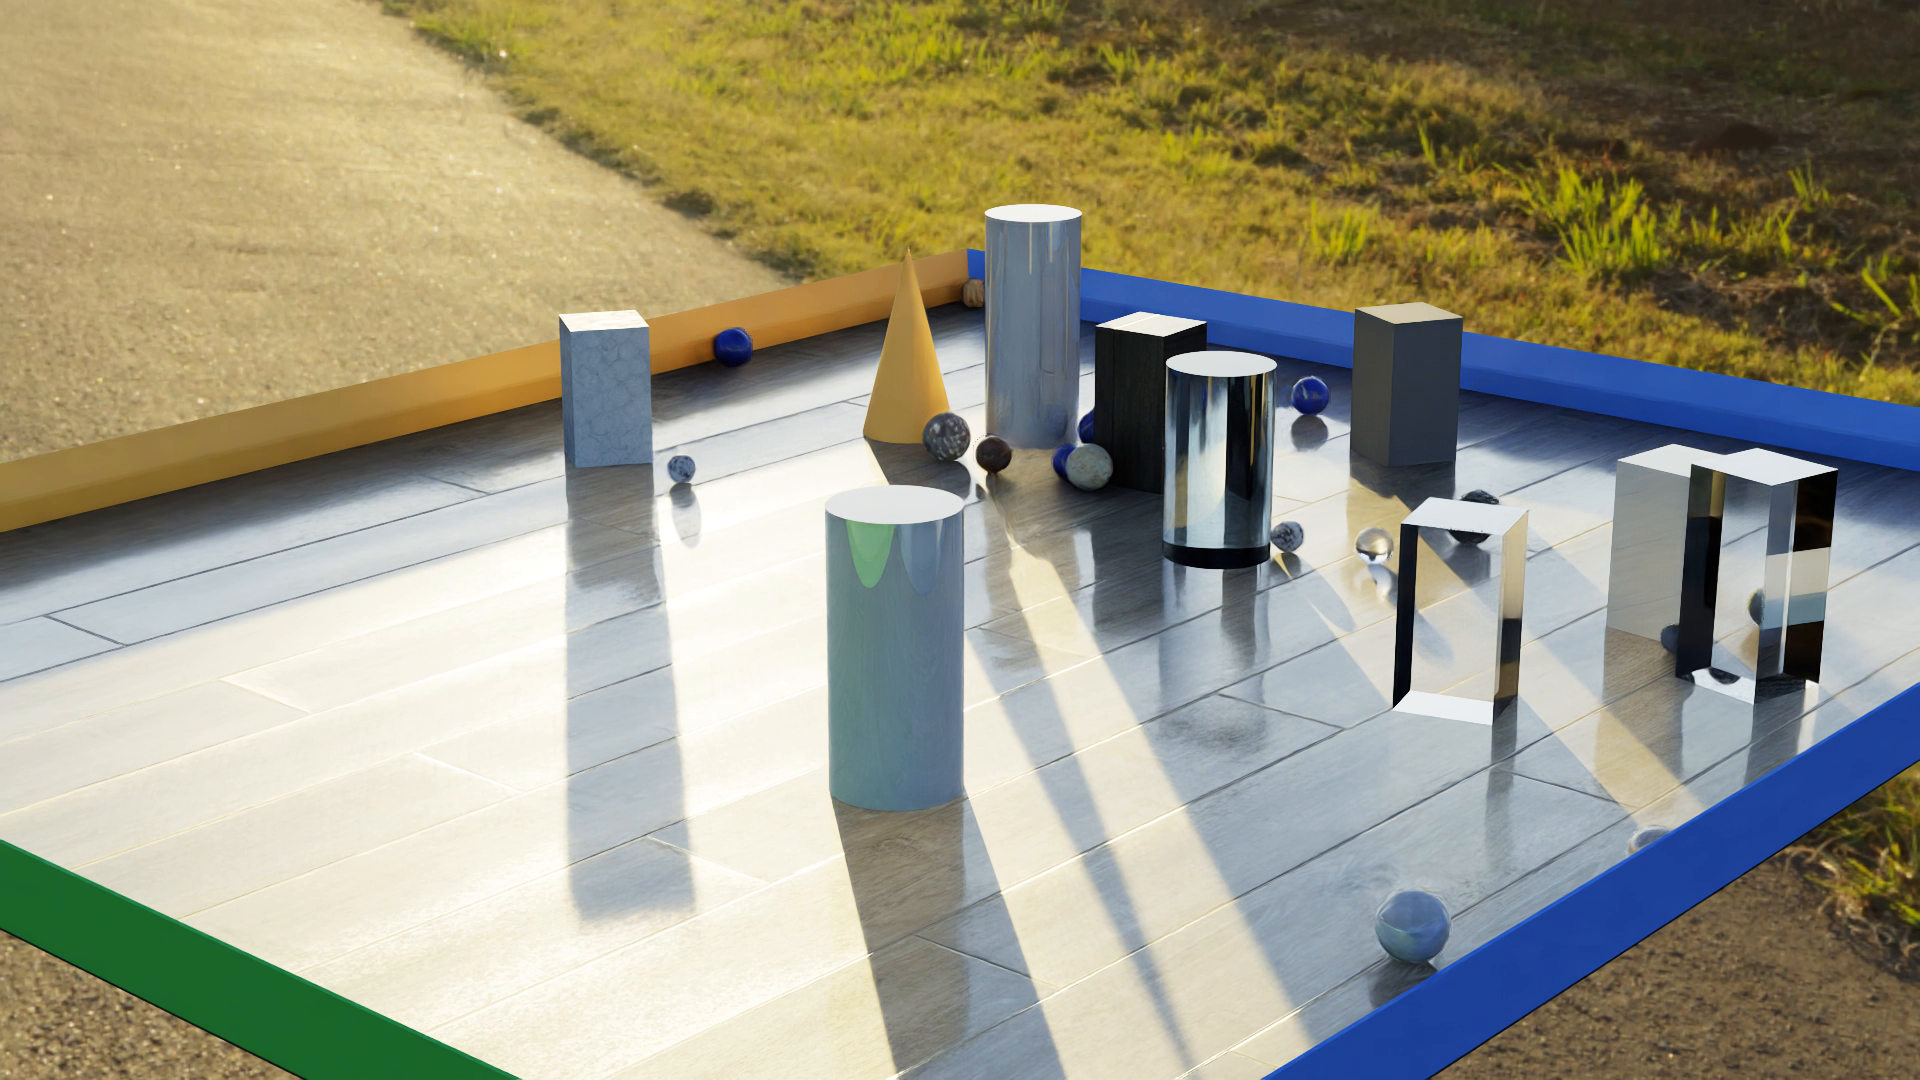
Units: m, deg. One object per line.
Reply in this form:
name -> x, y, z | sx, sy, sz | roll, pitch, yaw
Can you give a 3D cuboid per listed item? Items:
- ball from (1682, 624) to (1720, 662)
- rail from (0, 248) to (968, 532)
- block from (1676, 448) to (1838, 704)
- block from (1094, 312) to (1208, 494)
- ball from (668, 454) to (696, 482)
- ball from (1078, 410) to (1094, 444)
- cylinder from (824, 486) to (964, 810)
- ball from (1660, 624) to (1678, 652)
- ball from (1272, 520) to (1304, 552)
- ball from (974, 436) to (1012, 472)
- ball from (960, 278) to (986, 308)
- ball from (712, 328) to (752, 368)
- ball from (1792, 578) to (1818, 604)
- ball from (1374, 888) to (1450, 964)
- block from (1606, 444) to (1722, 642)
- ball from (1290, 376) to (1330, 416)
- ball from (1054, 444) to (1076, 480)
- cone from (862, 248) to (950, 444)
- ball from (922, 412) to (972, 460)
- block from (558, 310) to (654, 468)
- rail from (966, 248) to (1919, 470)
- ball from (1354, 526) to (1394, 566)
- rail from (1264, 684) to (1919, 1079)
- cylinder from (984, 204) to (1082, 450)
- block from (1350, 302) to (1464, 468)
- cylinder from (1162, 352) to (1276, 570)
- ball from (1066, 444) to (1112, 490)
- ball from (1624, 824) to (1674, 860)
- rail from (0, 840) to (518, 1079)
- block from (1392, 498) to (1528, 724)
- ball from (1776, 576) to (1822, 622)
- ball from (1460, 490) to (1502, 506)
ball -> 1.210, 0.169, 4.790 | 0.060, 0.060, 0.060 | 0, 17, 0
rail -> -1.197, -0.268, 6.115 | 0.045, 0.129, 3.761 | 14, 22, 39
block -> 1.262, 0.055, 4.653 | 0.159, 0.357, 0.159 | -12, 20, -34
block -> 0.376, -0.273, 5.809 | 0.159, 0.318, 0.159 | 12, 20, 34
ball -> -0.553, -0.143, 5.828 | 0.058, 0.058, 0.058 | 0, 17, 0
ball -> 0.288, -0.228, 6.057 | 0.089, 0.089, 0.089 | 0, 17, 0
cylinder -> -0.093, 0.153, 4.207 | 0.198, 0.426, 0.198 | 0, 17, 0
ball -> 1.180, 0.161, 4.837 | 0.047, 0.047, 0.047 | 0, 17, 0
ball -> 0.600, -0.008, 5.375 | 0.060, 0.060, 0.060 | 0, 17, 0
ball -> 0.067, -0.172, 5.898 | 0.074, 0.074, 0.074 | 0, 17, 0
ball -> 0.036, -0.621, 7.387 | 0.075, 0.075, 0.075 | 0, 17, 0
ball -> -0.526, -0.443, 6.768 | 0.091, 0.091, 0.091 | 0, 17, 0
ball -> 1.465, 0.088, 5.082 | 0.046, 0.046, 0.046 | 0, 17, 0
ball -> 0.568, 0.484, 3.683 | 0.095, 0.095, 0.095 | 0, 17, 0
block -> 1.207, 0.008, 4.922 | 0.159, 0.291, 0.159 | -14, 22, -40
ball -> 0.757, -0.311, 6.340 | 0.084, 0.084, 0.084 | 0, 17, 0
ball -> 0.221, -0.155, 5.847 | 0.071, 0.071, 0.071 | 0, 17, 0
cone -> -0.108, -0.423, 6.160 | 0.198, 0.402, 0.198 | 0, 17, 0
ball -> -0.026, -0.212, 5.985 | 0.099, 0.099, 0.099 | 0, 17, 0
block -> -0.724, -0.310, 5.991 | 0.159, 0.283, 0.159 | -5, 17, -15
rail -> 1.217, -0.372, 6.462 | 3.219, 0.129, 0.045 | 14, 22, 39
ball -> 0.749, 0.011, 5.296 | 0.071, 0.071, 0.071 | 0, 17, 0
rail -> 1.197, 0.332, 4.124 | 0.045, 0.129, 3.761 | 14, 22, 39
cylinder -> 0.151, -0.444, 6.098 | 0.198, 0.478, 0.198 | 0, 17, 0
block -> 0.911, -0.319, 5.997 | 0.159, 0.298, 0.159 | -7, 18, -21
cylinder -> 0.470, -0.146, 5.321 | 0.198, 0.357, 0.198 | 0, 17, 0
ball -> 0.254, -0.143, 5.768 | 0.093, 0.093, 0.093 | 0, 17, 0
ball -> 0.929, 0.420, 3.919 | 0.080, 0.080, 0.080 | 0, 17, 0
rail -> -1.217, 0.437, 3.777 | 3.219, 0.129, 0.045 | 14, 22, 39
block -> 0.779, 0.109, 4.566 | 0.159, 0.304, 0.159 | 8, 18, 24
ball -> 1.428, 0.100, 4.989 | 0.077, 0.077, 0.077 | 0, 17, 0
ball -> 0.967, -0.049, 5.465 | 0.088, 0.088, 0.088 | 0, 17, 0
